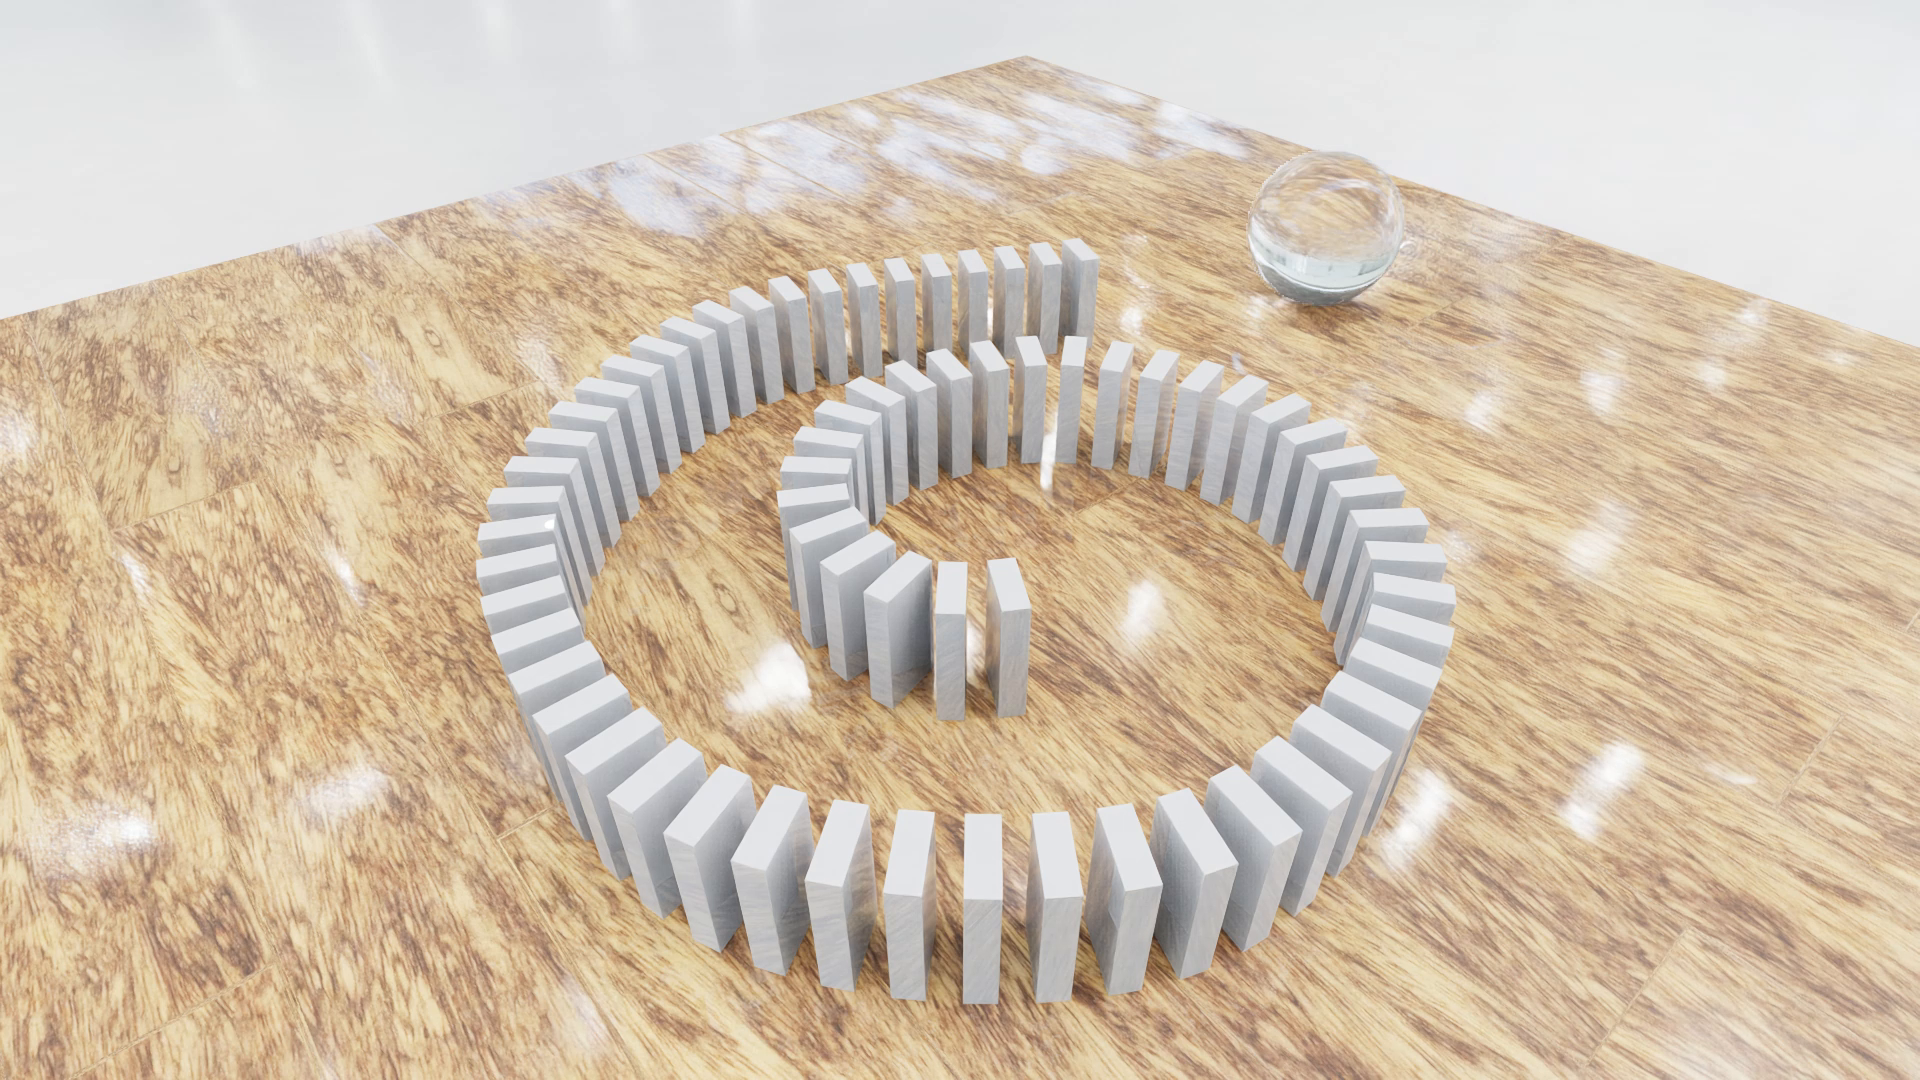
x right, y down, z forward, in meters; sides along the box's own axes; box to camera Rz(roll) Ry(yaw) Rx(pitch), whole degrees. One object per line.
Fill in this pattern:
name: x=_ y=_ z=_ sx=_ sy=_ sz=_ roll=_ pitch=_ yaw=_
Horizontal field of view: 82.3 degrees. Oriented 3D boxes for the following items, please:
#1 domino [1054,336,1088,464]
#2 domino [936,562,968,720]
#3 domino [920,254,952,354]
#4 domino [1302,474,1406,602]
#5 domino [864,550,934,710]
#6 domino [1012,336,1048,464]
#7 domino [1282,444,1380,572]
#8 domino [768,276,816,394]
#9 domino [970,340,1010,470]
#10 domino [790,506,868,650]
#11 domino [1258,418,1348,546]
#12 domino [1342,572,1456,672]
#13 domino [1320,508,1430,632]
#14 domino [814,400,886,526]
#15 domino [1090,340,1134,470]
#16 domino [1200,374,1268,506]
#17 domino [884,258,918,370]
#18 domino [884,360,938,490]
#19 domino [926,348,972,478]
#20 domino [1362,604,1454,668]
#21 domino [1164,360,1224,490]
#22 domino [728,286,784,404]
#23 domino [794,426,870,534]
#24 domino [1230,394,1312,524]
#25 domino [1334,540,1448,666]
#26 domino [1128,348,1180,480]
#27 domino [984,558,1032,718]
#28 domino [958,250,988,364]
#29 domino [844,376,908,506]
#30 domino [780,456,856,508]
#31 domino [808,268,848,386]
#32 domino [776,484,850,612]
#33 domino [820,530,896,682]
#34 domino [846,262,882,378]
domino: x=0.049 y=-0.062 z=0.487 sx=0.009 sy=0.050 sz=0.025 roll=5 pitch=40 yaw=7
domino: x=-0.003 y=0.034 z=0.369 sx=0.009 sy=0.050 sz=0.025 roll=1 pitch=39 yaw=1
domino: x=-0.012 y=-0.115 z=0.552 sx=0.010 sy=0.050 sz=0.025 roll=-9 pitch=40 yaw=-11
domino: x=0.147 y=0.000 z=0.412 sx=0.025 sy=0.050 sz=0.009 roll=-6 pitch=40 yaw=-8
domino: x=-0.020 y=0.031 z=0.374 sx=0.010 sy=0.050 sz=0.025 roll=23 pitch=45 yaw=25
domino: x=0.031 y=-0.062 z=0.487 sx=0.010 sy=0.050 sz=0.025 roll=-5 pitch=40 yaw=-6
domino: x=0.143 y=-0.012 z=0.426 sx=0.025 sy=0.050 sz=0.009 roll=-10 pitch=40 yaw=-13
domino: x=-0.081 y=-0.099 z=0.532 sx=0.010 sy=0.050 sz=0.025 roll=-19 pitch=43 yaw=-22
domino: x=0.012 y=-0.059 z=0.484 sx=0.009 sy=0.050 sz=0.025 roll=-12 pitch=41 yaw=-14
domino: x=-0.045 y=0.014 z=0.394 sx=0.025 sy=0.050 sz=0.009 roll=-21 pitch=44 yaw=-24
domino: x=0.136 y=-0.023 z=0.439 sx=0.025 sy=0.050 sz=0.009 roll=-16 pitch=42 yaw=-18
domino: x=0.146 y=0.035 z=0.369 sx=0.025 sy=0.050 sz=0.010 roll=10 pitch=40 yaw=12
domino: x=0.149 y=0.011 z=0.397 sx=0.025 sy=0.050 sz=0.009 roll=-2 pitch=39 yaw=-3
domino: x=-0.044 y=-0.031 z=0.449 sx=0.025 sy=0.050 sz=0.009 roll=16 pitch=42 yaw=19
domino: x=0.067 y=-0.059 z=0.483 sx=0.010 sy=0.050 sz=0.025 roll=12 pitch=41 yaw=14
domino: x=0.115 y=-0.042 z=0.462 sx=0.010 sy=0.050 sz=0.025 roll=30 pitch=48 yaw=31
domino: x=-0.029 y=-0.112 z=0.548 sx=0.009 sy=0.050 sz=0.025 roll=-11 pitch=40 yaw=-13
domino: x=-0.021 y=-0.049 z=0.471 sx=0.010 sy=0.050 sz=0.025 roll=-24 pitch=45 yaw=-26
domino: x=-0.005 y=-0.055 z=0.478 sx=0.009 sy=0.050 sz=0.025 roll=-17 pitch=42 yaw=-20
domino: x=0.139 y=0.046 z=0.356 sx=0.025 sy=0.050 sz=0.009 roll=18 pitch=42 yaw=20
domino: x=0.100 y=-0.049 z=0.471 sx=0.009 sy=0.050 sz=0.025 roll=23 pitch=44 yaw=25
domino: x=-0.097 y=-0.093 z=0.524 sx=0.009 sy=0.050 sz=0.025 roll=-27 pitch=46 yaw=-29
domino: x=-0.050 y=-0.020 z=0.436 sx=0.025 sy=0.050 sz=0.009 roll=9 pitch=40 yaw=11
domino: x=0.127 y=-0.033 z=0.452 sx=0.025 sy=0.050 sz=0.010 roll=-25 pitch=45 yaw=-27
domino: x=0.149 y=0.023 z=0.383 sx=0.025 sy=0.050 sz=0.010 roll=3 pitch=39 yaw=3
domino: x=0.084 y=-0.054 z=0.478 sx=0.009 sy=0.050 sz=0.025 roll=17 pitch=42 yaw=20
domino: x=0.016 y=0.033 z=0.371 sx=0.010 sy=0.050 sz=0.025 roll=-6 pitch=40 yaw=-8
domino: x=0.006 y=-0.118 z=0.555 sx=0.010 sy=0.050 sz=0.025 roll=-9 pitch=40 yaw=-10
domino: x=-0.035 y=-0.041 z=0.462 sx=0.025 sy=0.050 sz=0.010 roll=29 pitch=47 yaw=31
domino: x=-0.053 y=-0.008 z=0.422 sx=0.025 sy=0.050 sz=0.009 roll=3 pitch=39 yaw=3
domino: x=-0.064 y=-0.104 z=0.538 sx=0.010 sy=0.050 sz=0.025 roll=-15 pitch=42 yaw=-17
domino: x=-0.052 y=0.003 z=0.407 sx=0.025 sy=0.050 sz=0.009 roll=-7 pitch=40 yaw=-9
domino: x=-0.034 y=0.023 z=0.383 sx=0.025 sy=0.050 sz=0.009 roll=-31 pitch=48 yaw=-32
domino: x=-0.047 y=-0.108 z=0.543 sx=0.009 sy=0.050 sz=0.025 roll=-12 pitch=41 yaw=-15
